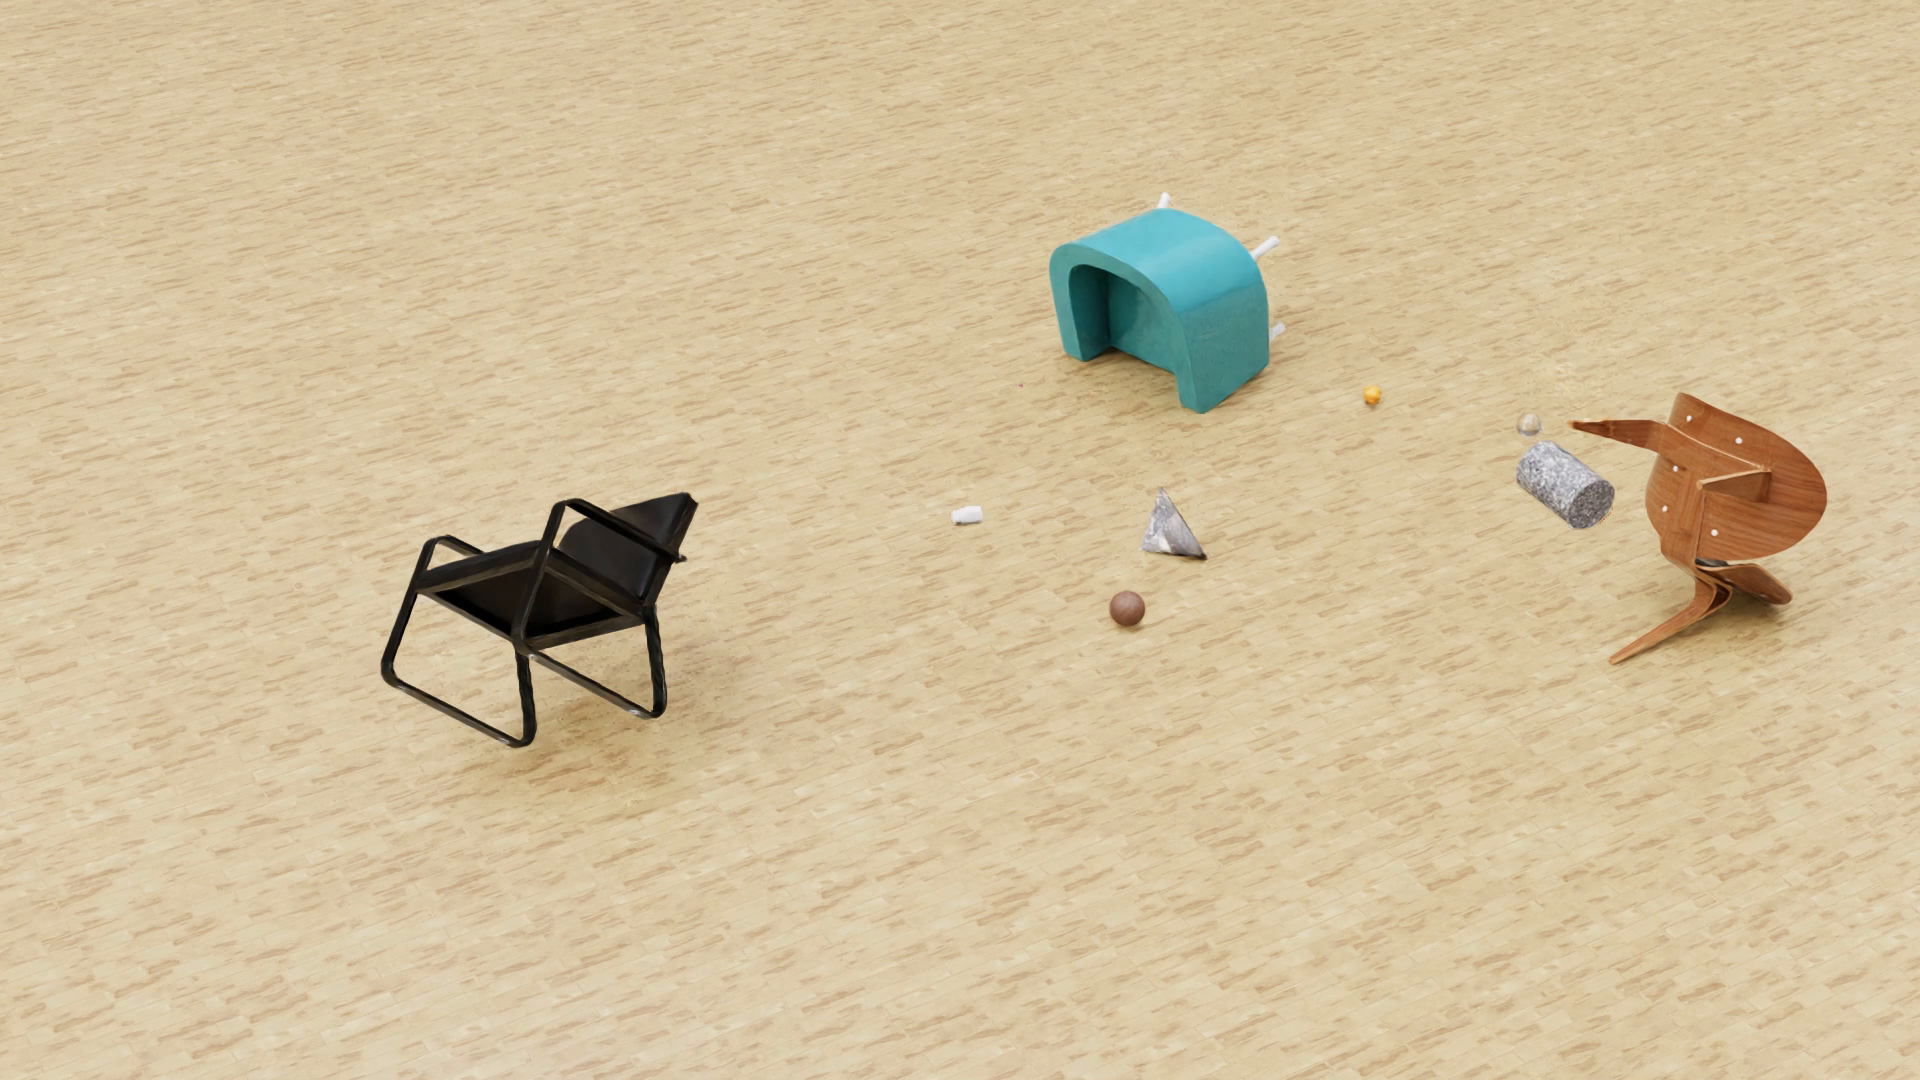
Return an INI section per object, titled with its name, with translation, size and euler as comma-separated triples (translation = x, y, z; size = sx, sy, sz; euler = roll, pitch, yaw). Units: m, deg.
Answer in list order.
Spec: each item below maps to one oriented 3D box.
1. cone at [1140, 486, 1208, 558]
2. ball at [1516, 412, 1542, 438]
[cone]
translation = 0.748, -0.016, 10.875
size = 0.197, 0.203, 0.338
euler = -33, 63, 6
[ball]
translation = 2.036, -0.413, 10.495
size = 0.091, 0.091, 0.091
euler = 0, 33, 0
